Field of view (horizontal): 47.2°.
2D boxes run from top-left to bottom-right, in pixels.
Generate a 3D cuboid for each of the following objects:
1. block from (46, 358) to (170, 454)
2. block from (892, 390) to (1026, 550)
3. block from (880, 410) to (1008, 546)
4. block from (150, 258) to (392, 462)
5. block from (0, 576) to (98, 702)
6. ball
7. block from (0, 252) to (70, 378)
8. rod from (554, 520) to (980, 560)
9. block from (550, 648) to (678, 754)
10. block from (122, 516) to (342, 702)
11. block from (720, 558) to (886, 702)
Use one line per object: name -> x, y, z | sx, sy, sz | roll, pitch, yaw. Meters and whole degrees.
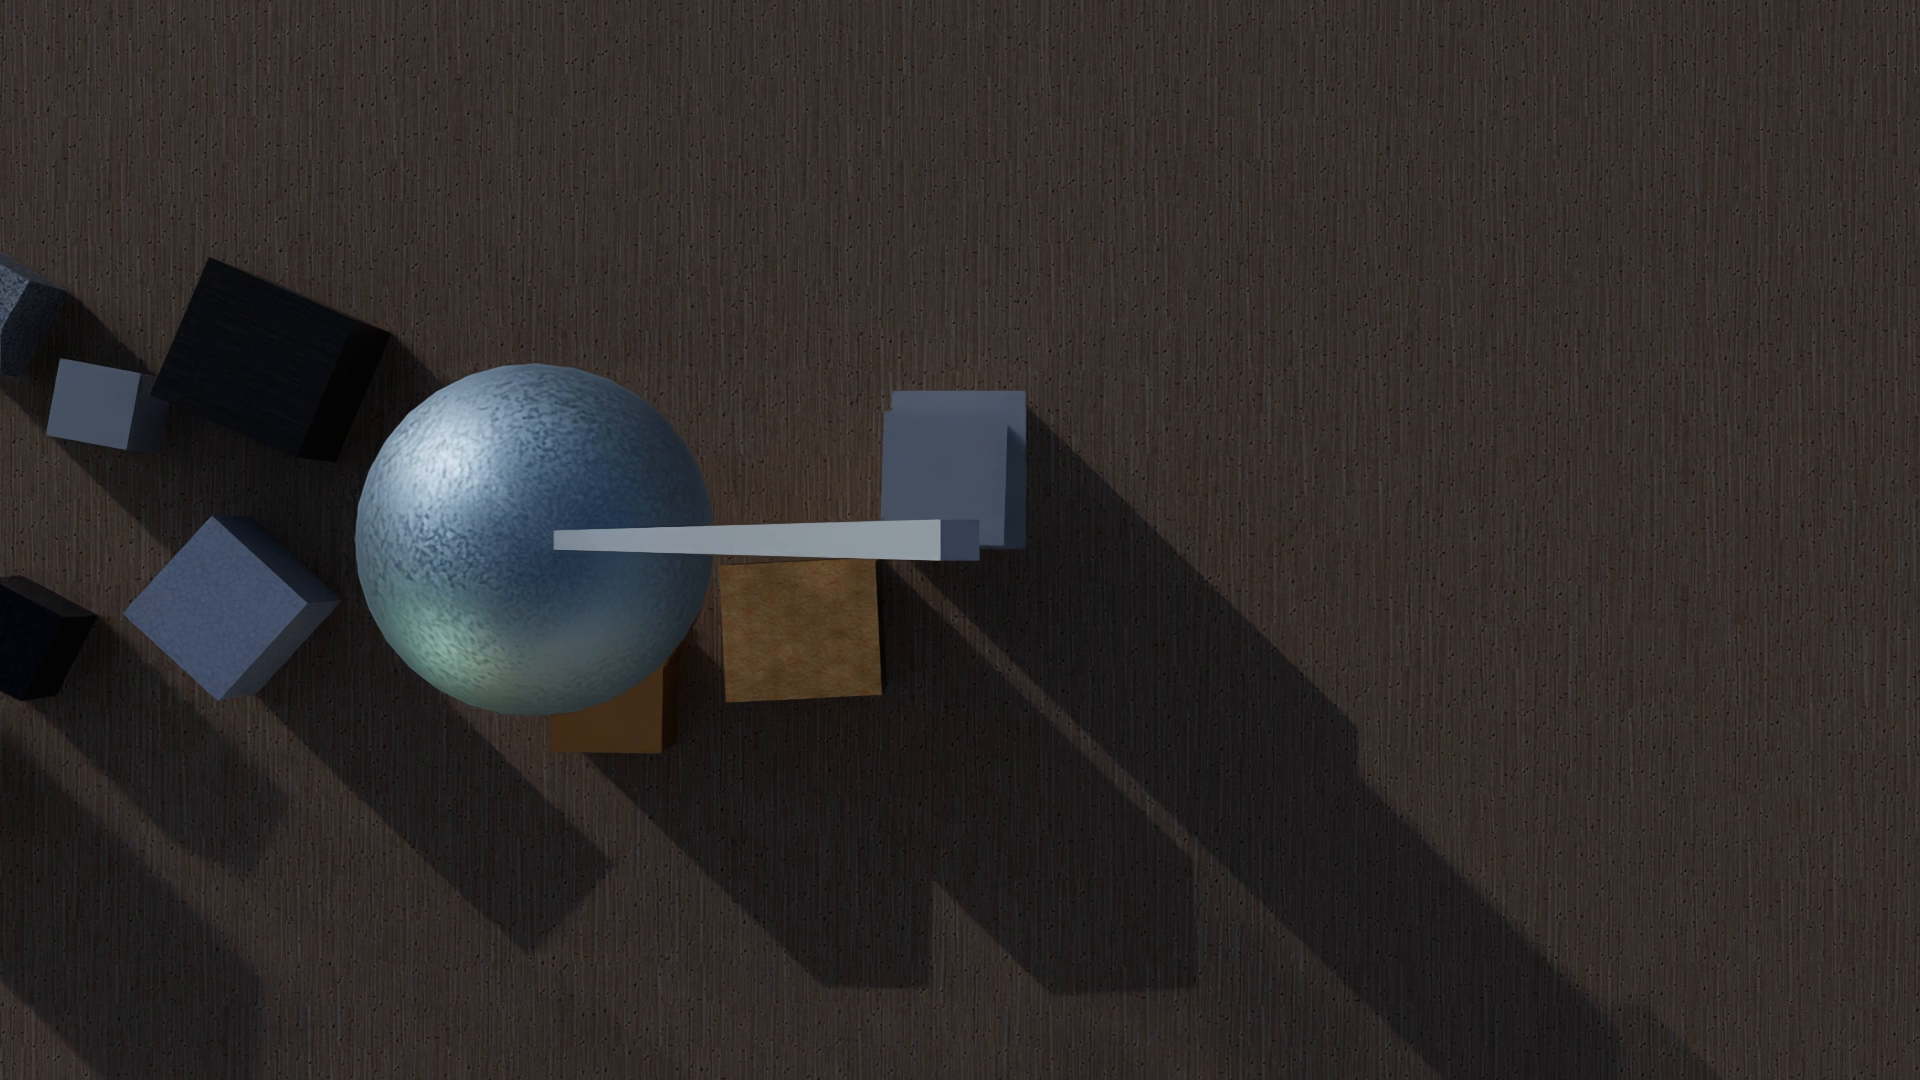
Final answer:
block -> -4.917, -0.771, 12.738 | 0.465, 0.525, 0.444 | 10, 90, 0
block -> -0.005, -0.387, 12.574 | 0.739, 0.851, 0.875 | 0, 90, 0
block -> -0.084, -0.322, 11.793 | 0.644, 0.712, 0.682 | 2, 90, 0
block -> -3.932, -1.016, 12.611 | 0.884, 0.778, 0.832 | 23, 90, 0
block -> -5.440, 0.565, 12.758 | 0.500, 0.485, 0.535 | 28, 90, 0
ball -> -1.915, 0.000, 9.964 | 1.600, 1.600, 1.600 | 0, 90, 0
block -> -5.632, -1.343, 12.718 | 0.515, 0.565, 0.588 | 30, 90, 0
rod -> -0.830, 0.000, 6.742 | 0.080, 5.200, 0.080 | 0, 90, -19
block -> -1.985, 0.848, 12.680 | 0.627, 0.639, 0.695 | 1, 90, 0
block -> -4.171, 0.383, 12.656 | 0.728, 0.689, 0.744 | 42, 90, 0
block -> -0.885, 0.500, 12.605 | 0.868, 0.789, 0.763 | -3, 90, 0
